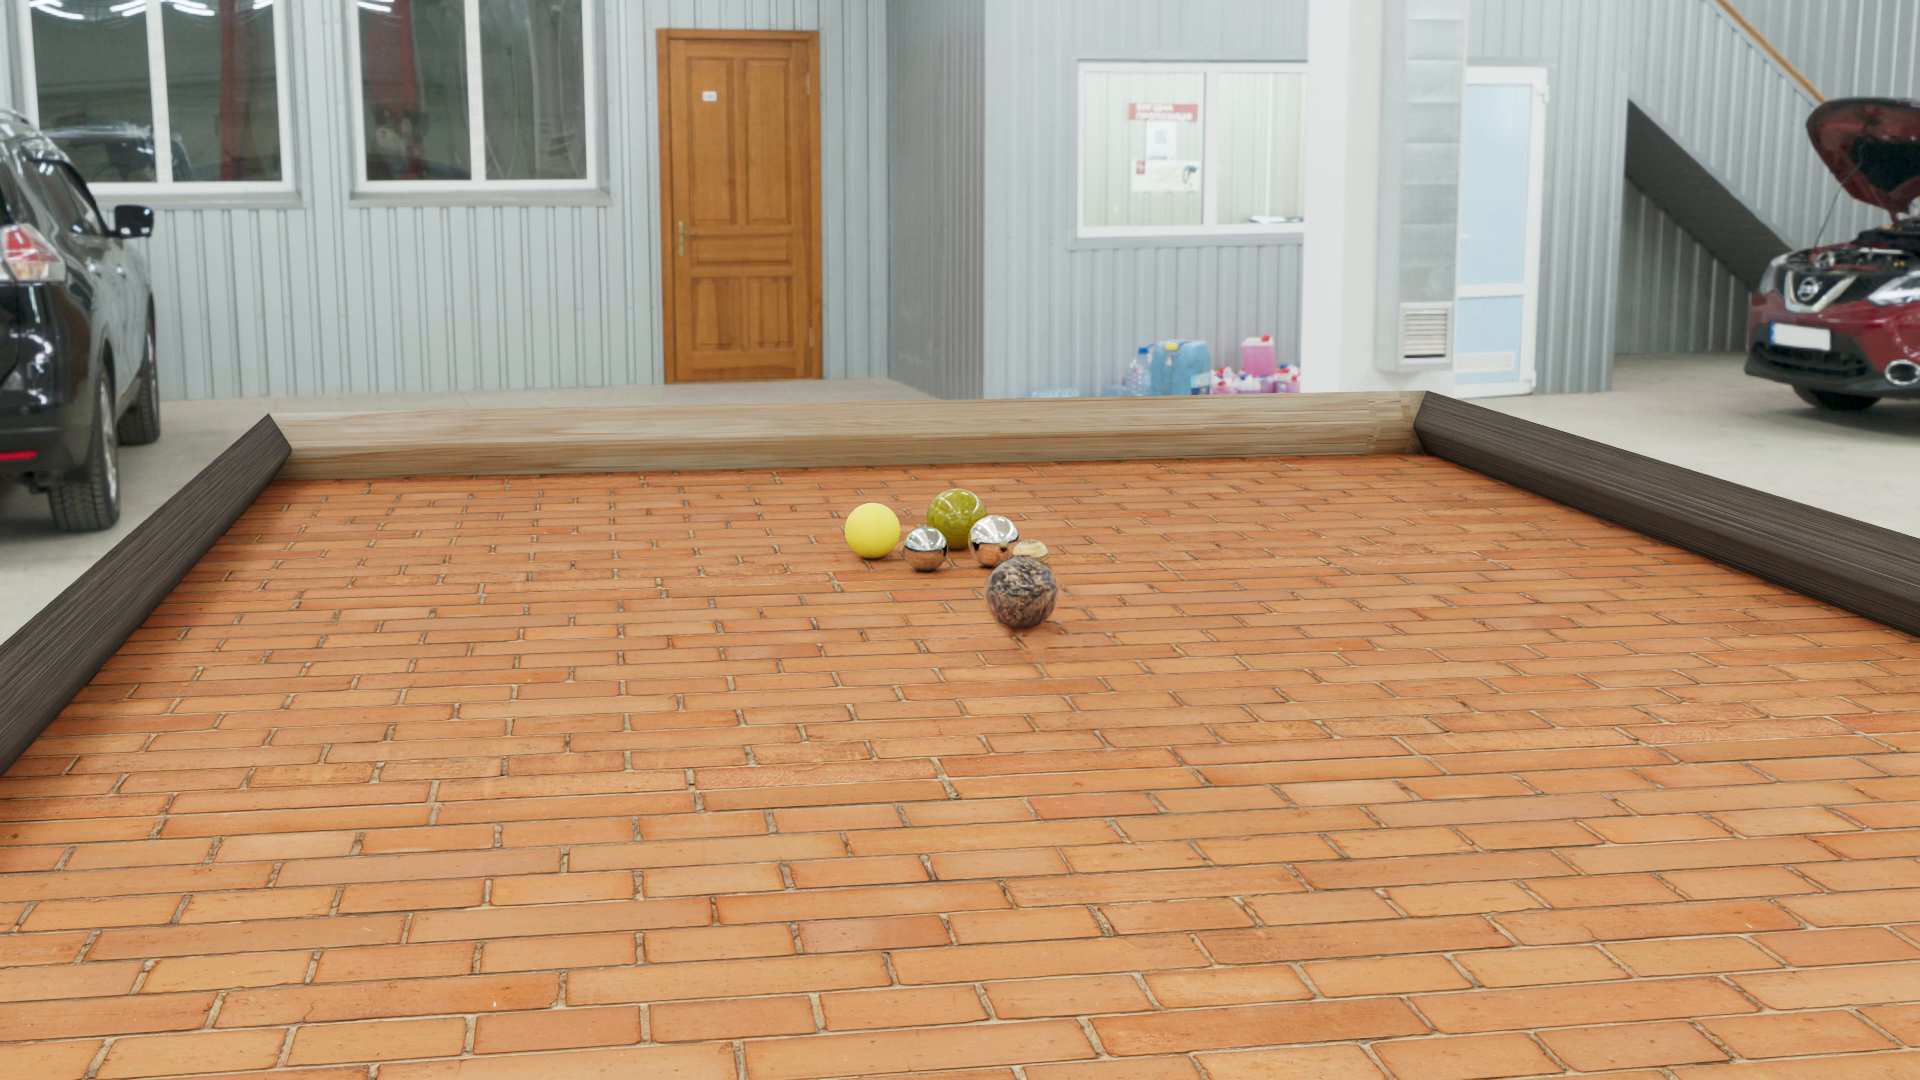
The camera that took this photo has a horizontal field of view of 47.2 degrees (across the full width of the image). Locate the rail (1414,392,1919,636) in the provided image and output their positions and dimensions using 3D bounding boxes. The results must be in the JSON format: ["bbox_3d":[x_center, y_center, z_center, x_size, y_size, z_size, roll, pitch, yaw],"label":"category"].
[{"bbox_3d":[1.266,0.126,2.465,0.045,0.125,4.130,-2,11,-9],"label":"rail"}]

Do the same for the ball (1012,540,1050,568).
[{"bbox_3d":[0.103,0.027,3.202,0.056,0.056,0.056,0,10,0],"label":"ball"}]

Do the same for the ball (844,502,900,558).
[{"bbox_3d":[-0.133,-0.014,3.344,0.085,0.085,0.085,0,10,0],"label":"ball"}]

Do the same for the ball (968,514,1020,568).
[{"bbox_3d":[0.051,0.002,3.275,0.078,0.078,0.078,0,10,0],"label":"ball"}]

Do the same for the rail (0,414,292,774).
[{"bbox_3d":[-0.926,0.192,2.105,0.045,0.125,4.130,-2,11,-9],"label":"rail"}]

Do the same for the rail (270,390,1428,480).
[{"bbox_3d":[-0.166,-0.204,4.265,2.269,0.125,0.045,-2,11,-9],"label":"rail"}]

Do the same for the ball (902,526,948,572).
[{"bbox_3d":[-0.051,0.013,3.246,0.067,0.067,0.067,0,10,0],"label":"ball"}]

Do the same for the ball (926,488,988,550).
[{"bbox_3d":[-0.005,-0.032,3.413,0.096,0.096,0.096,0,10,0],"label":"ball"}]

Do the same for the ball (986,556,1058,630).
[{"bbox_3d":[0.080,0.069,2.865,0.094,0.094,0.094,0,10,0],"label":"ball"}]
